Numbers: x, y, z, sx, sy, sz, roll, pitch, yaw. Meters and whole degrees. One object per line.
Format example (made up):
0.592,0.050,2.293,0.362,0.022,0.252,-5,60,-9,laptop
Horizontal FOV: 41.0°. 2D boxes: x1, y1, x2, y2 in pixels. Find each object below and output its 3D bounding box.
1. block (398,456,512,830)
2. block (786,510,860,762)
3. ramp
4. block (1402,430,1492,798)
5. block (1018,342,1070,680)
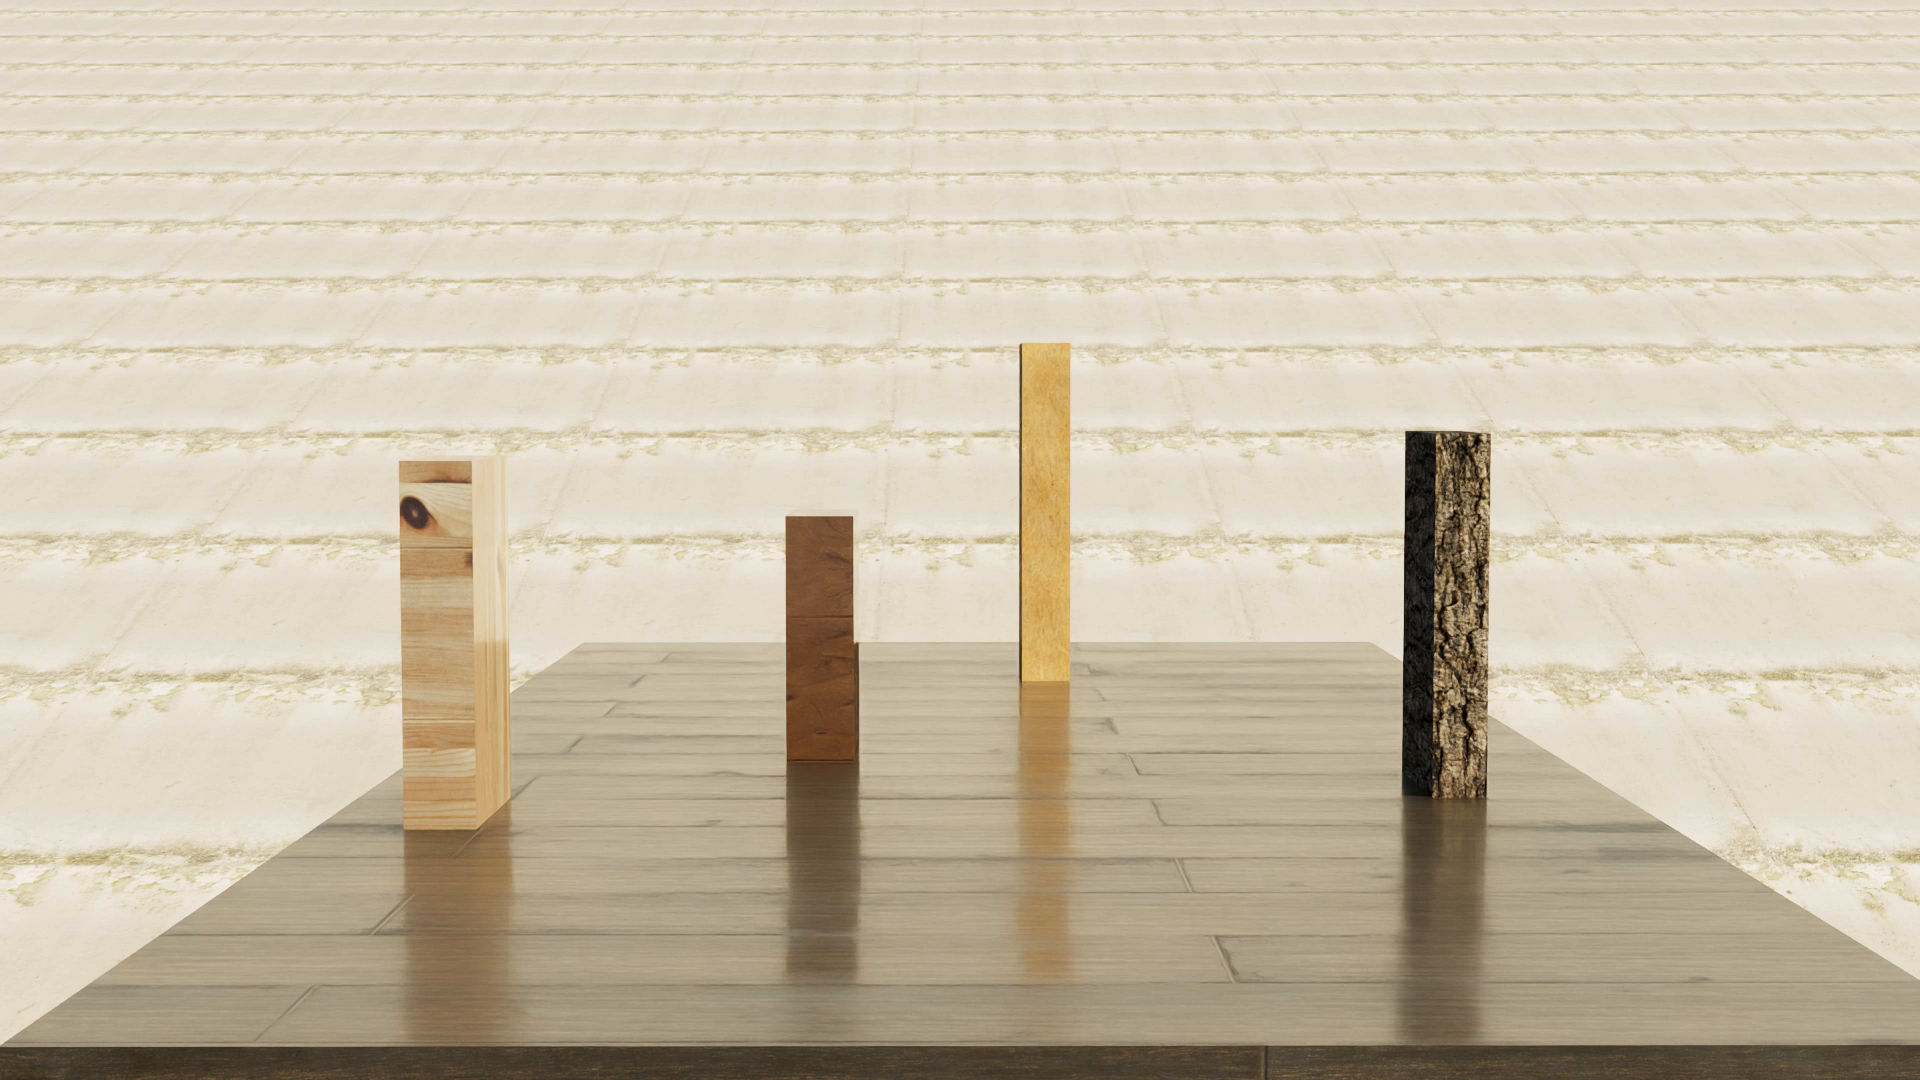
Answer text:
-0.764,0.146,3.902,0.106,0.541,0.296,0,3,0,block
-0.242,0.164,4.556,0.118,0.426,0.244,0,3,0,block
0.047,0.429,4.533,2.000,0.100,4.000,0,3,0,ramp
0.790,0.112,4.183,0.086,0.575,0.277,0,3,0,block
0.189,-0.068,5.774,0.106,0.744,0.262,0,3,0,block
